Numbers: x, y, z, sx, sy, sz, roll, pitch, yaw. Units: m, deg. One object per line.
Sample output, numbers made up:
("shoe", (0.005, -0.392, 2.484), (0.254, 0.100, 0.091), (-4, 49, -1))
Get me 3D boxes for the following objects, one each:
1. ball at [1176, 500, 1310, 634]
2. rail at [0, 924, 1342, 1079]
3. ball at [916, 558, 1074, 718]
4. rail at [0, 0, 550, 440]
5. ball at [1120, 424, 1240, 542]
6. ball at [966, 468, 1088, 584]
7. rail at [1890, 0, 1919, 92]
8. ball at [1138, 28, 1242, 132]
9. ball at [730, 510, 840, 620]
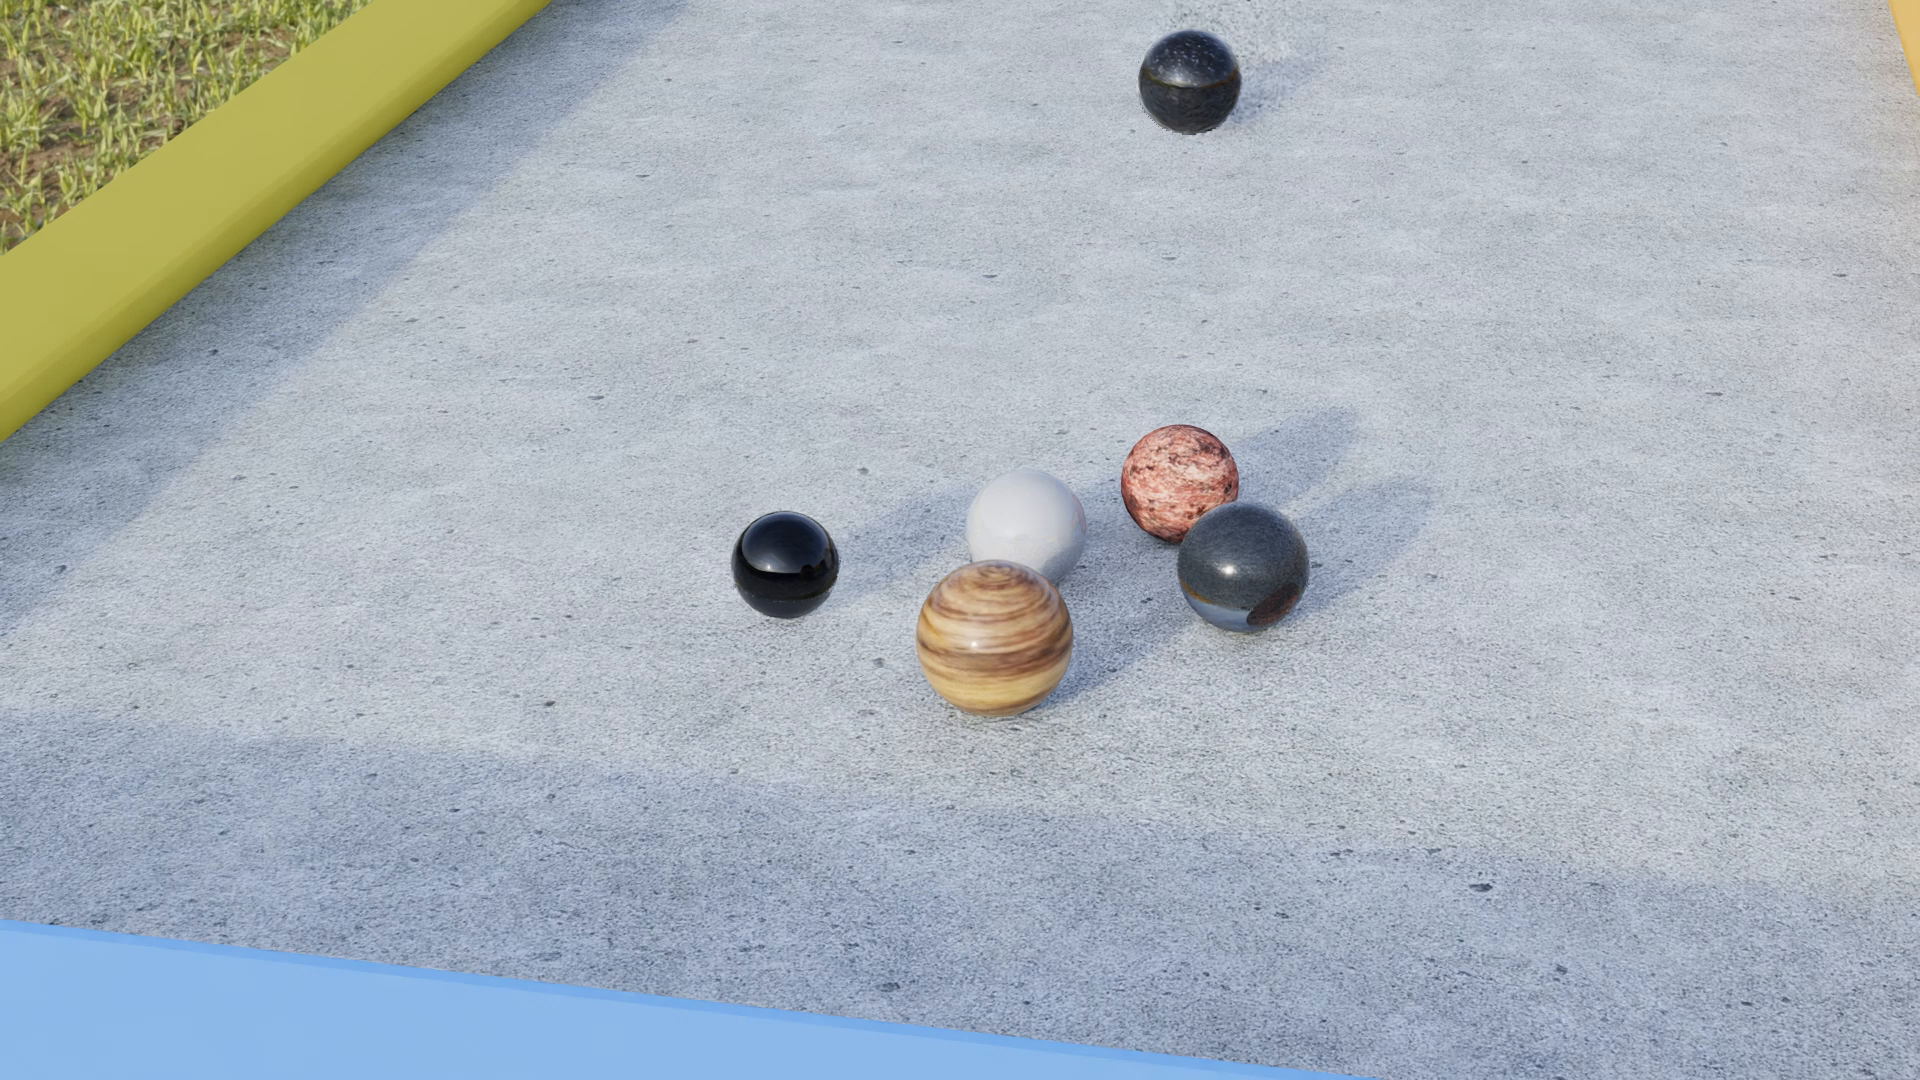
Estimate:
("ball", (0.178, 0.017, 1.850), (0.083, 0.083, 0.083), (0, 25, 0))
("rail", (-0.127, 0.246, 1.311), (1.464, 0.128, 0.045), (5, 26, 10))
("ball", (0.021, 0.058, 1.749), (0.094, 0.094, 0.094), (0, 25, 0))
("rail", (-0.563, -0.365, 2.604), (0.045, 0.128, 2.679), (5, 26, 10))
("ball", (0.147, -0.038, 1.970), (0.079, 0.079, 0.079), (0, 25, 0))
("ball", (0.043, -0.007, 1.904), (0.079, 0.079, 0.079), (0, 25, 0))
("rail", (0.826, -0.246, 2.352), (0.045, 0.128, 2.679), (5, 26, 10))
("ball", (0.218, -0.436, 2.790), (0.098, 0.098, 0.098), (0, 25, 0))
("ball", (-0.111, 0.016, 1.869), (0.069, 0.069, 0.069), (0, 25, 0))
